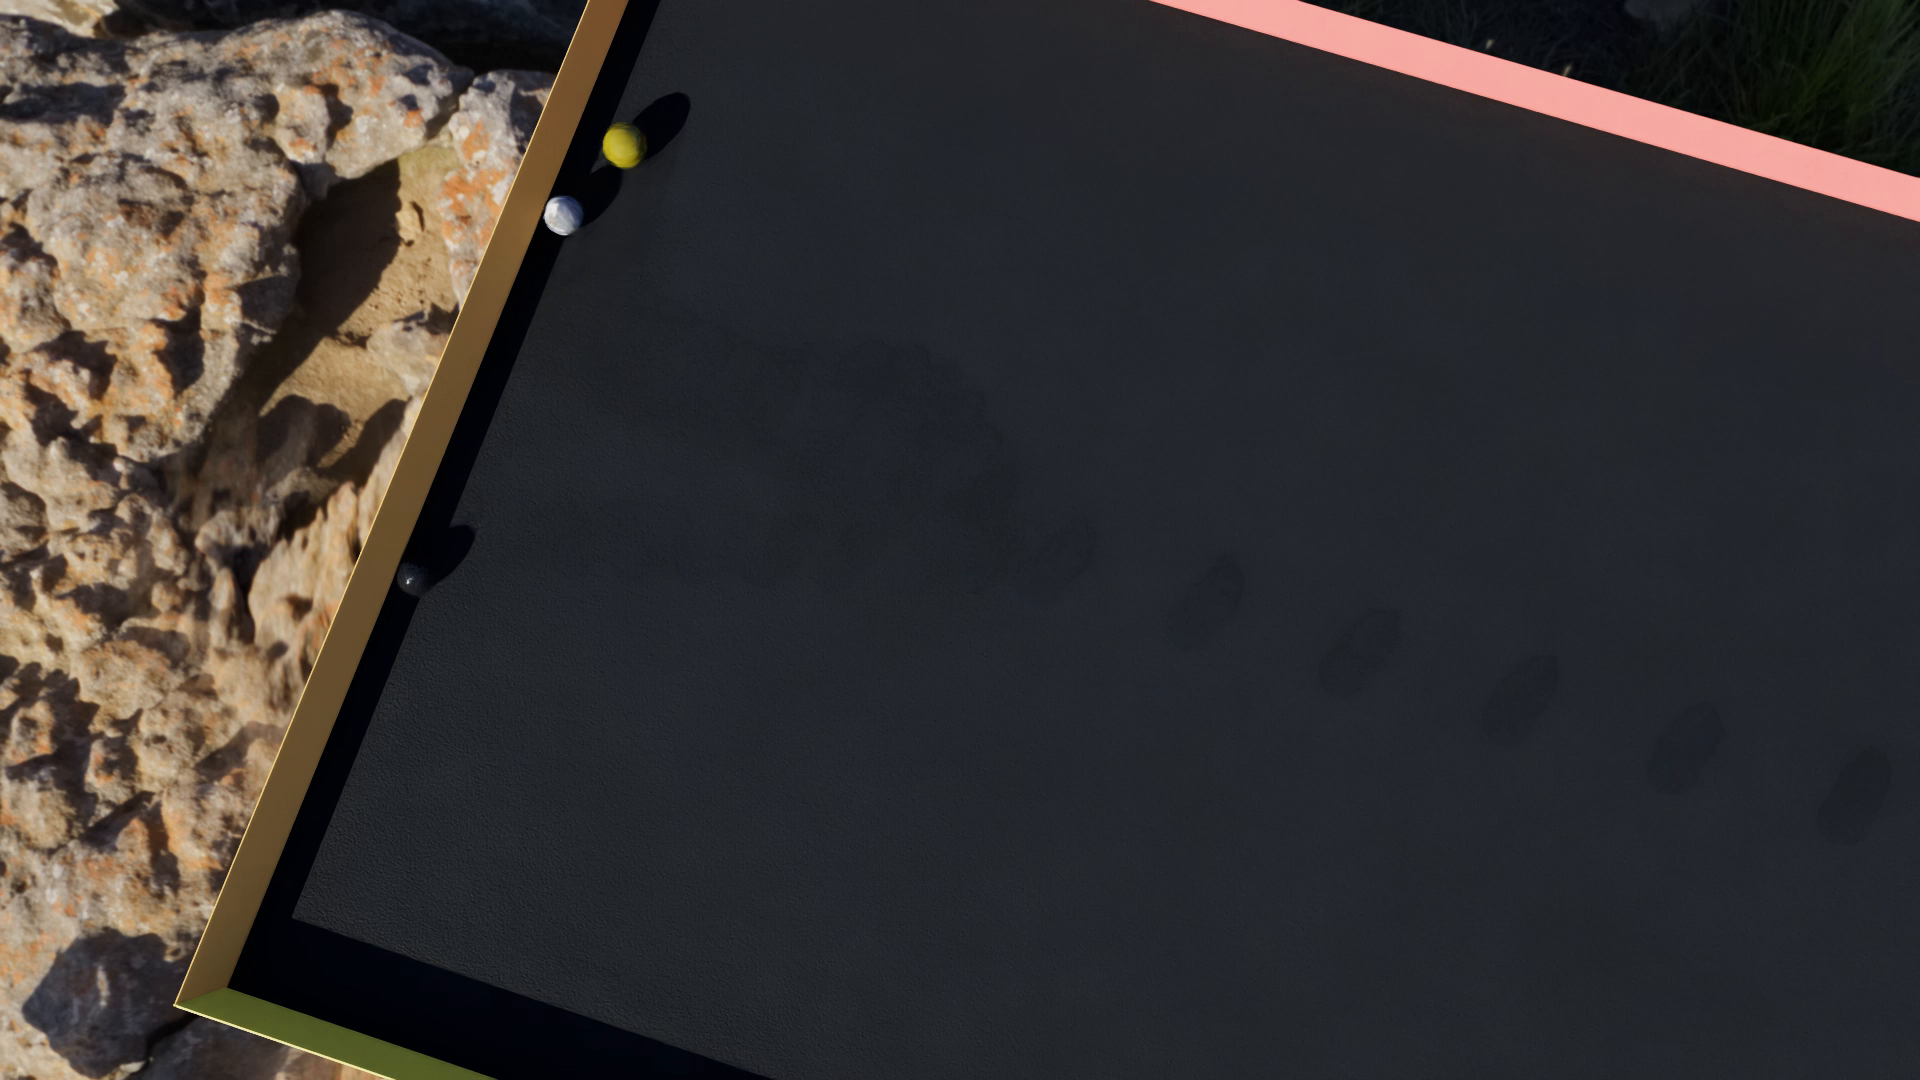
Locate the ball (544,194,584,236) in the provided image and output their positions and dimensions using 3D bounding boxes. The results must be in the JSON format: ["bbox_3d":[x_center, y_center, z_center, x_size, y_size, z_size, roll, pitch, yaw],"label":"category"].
[{"bbox_3d":[-0.632,-0.519,3.510,0.064,0.064,0.064,0,74,0],"label":"ball"}]

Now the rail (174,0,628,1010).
[{"bbox_3d":[-0.780,-0.247,3.416,0.045,0.094,2.023,17,75,5],"label":"rail"}]

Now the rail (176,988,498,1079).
[{"bbox_3d":[0.498,1.150,3.022,3.373,0.094,0.045,17,75,5],"label":"rail"}]

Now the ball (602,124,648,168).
[{"bbox_3d":[-0.539,-0.634,3.538,0.072,0.072,0.072,0,74,0],"label":"ball"}]

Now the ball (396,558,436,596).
[{"bbox_3d":[-0.829,0.055,3.351,0.058,0.058,0.058,0,74,0],"label":"ball"}]

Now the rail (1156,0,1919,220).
[{"bbox_3d":[1.106,-0.659,3.533,3.373,0.094,0.045,17,75,5],"label":"rail"}]
